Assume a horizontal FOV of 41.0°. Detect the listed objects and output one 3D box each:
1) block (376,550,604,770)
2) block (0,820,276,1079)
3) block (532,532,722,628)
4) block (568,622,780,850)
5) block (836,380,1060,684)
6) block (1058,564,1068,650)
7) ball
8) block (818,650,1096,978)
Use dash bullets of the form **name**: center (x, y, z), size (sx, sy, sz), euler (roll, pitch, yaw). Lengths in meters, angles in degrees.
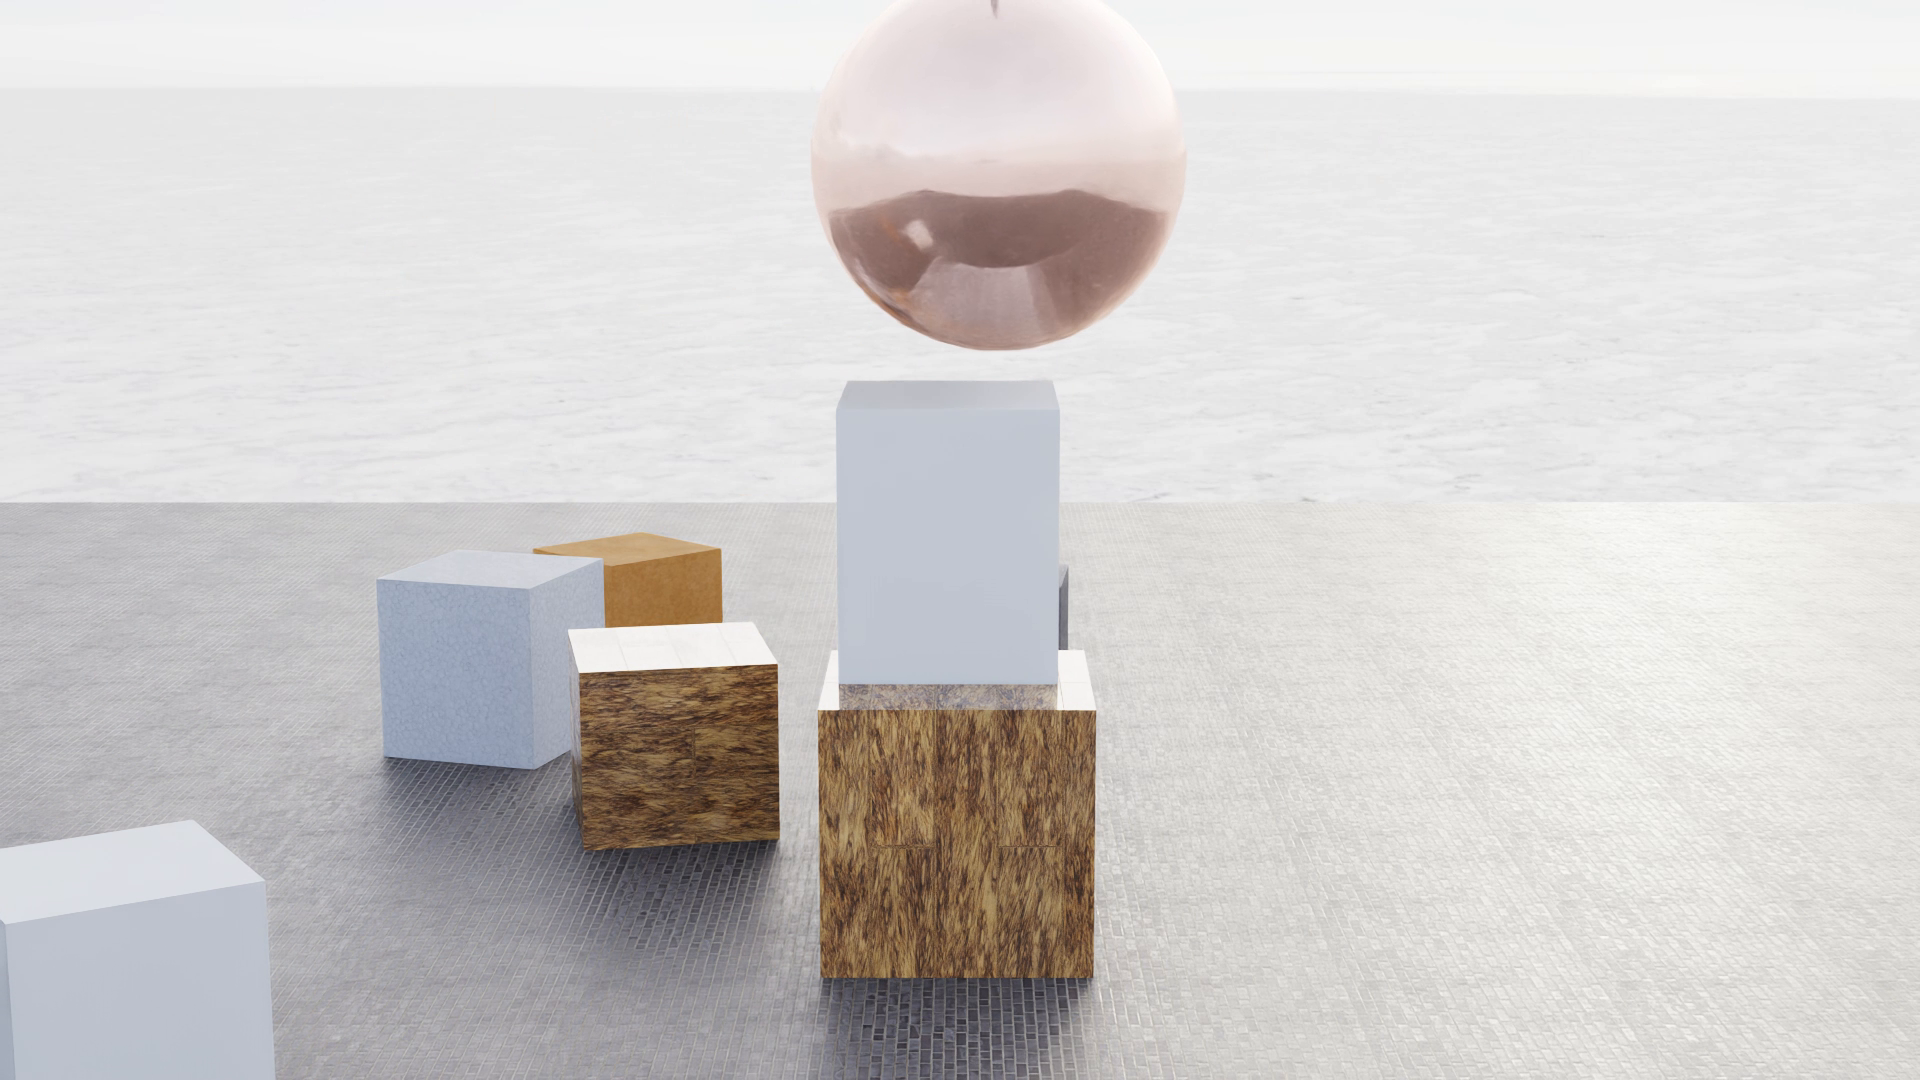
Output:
- **block**: center (-2.459, 0.612, 13.565), size (0.871, 0.942, 0.870), euler (3, 11, 17)
- **block**: center (-2.999, 1.524, 9.069), size (0.865, 0.756, 0.873), euler (-6, 12, -32)
- **block**: center (-2.027, 0.373, 15.683), size (0.827, 0.655, 0.797), euler (-10, 14, -43)
- **block**: center (-1.373, 0.913, 12.209), size (0.904, 0.835, 0.929), euler (-2, 11, -11)
- **block**: center (-0.045, -0.054, 10.690), size (0.884, 1.113, 0.962), euler (0, 10, 0)
- **block**: center (0.248, 0.534, 14.698), size (0.702, 0.690, 0.681), euler (1, 10, 6)
- **ball**: center (0.162, -1.601, 10.889), size (1.600, 1.600, 1.600), euler (0, 10, 0)
- **block**: center (-0.011, 1.096, 10.507), size (1.074, 1.084, 1.037), euler (0, 10, 0)
